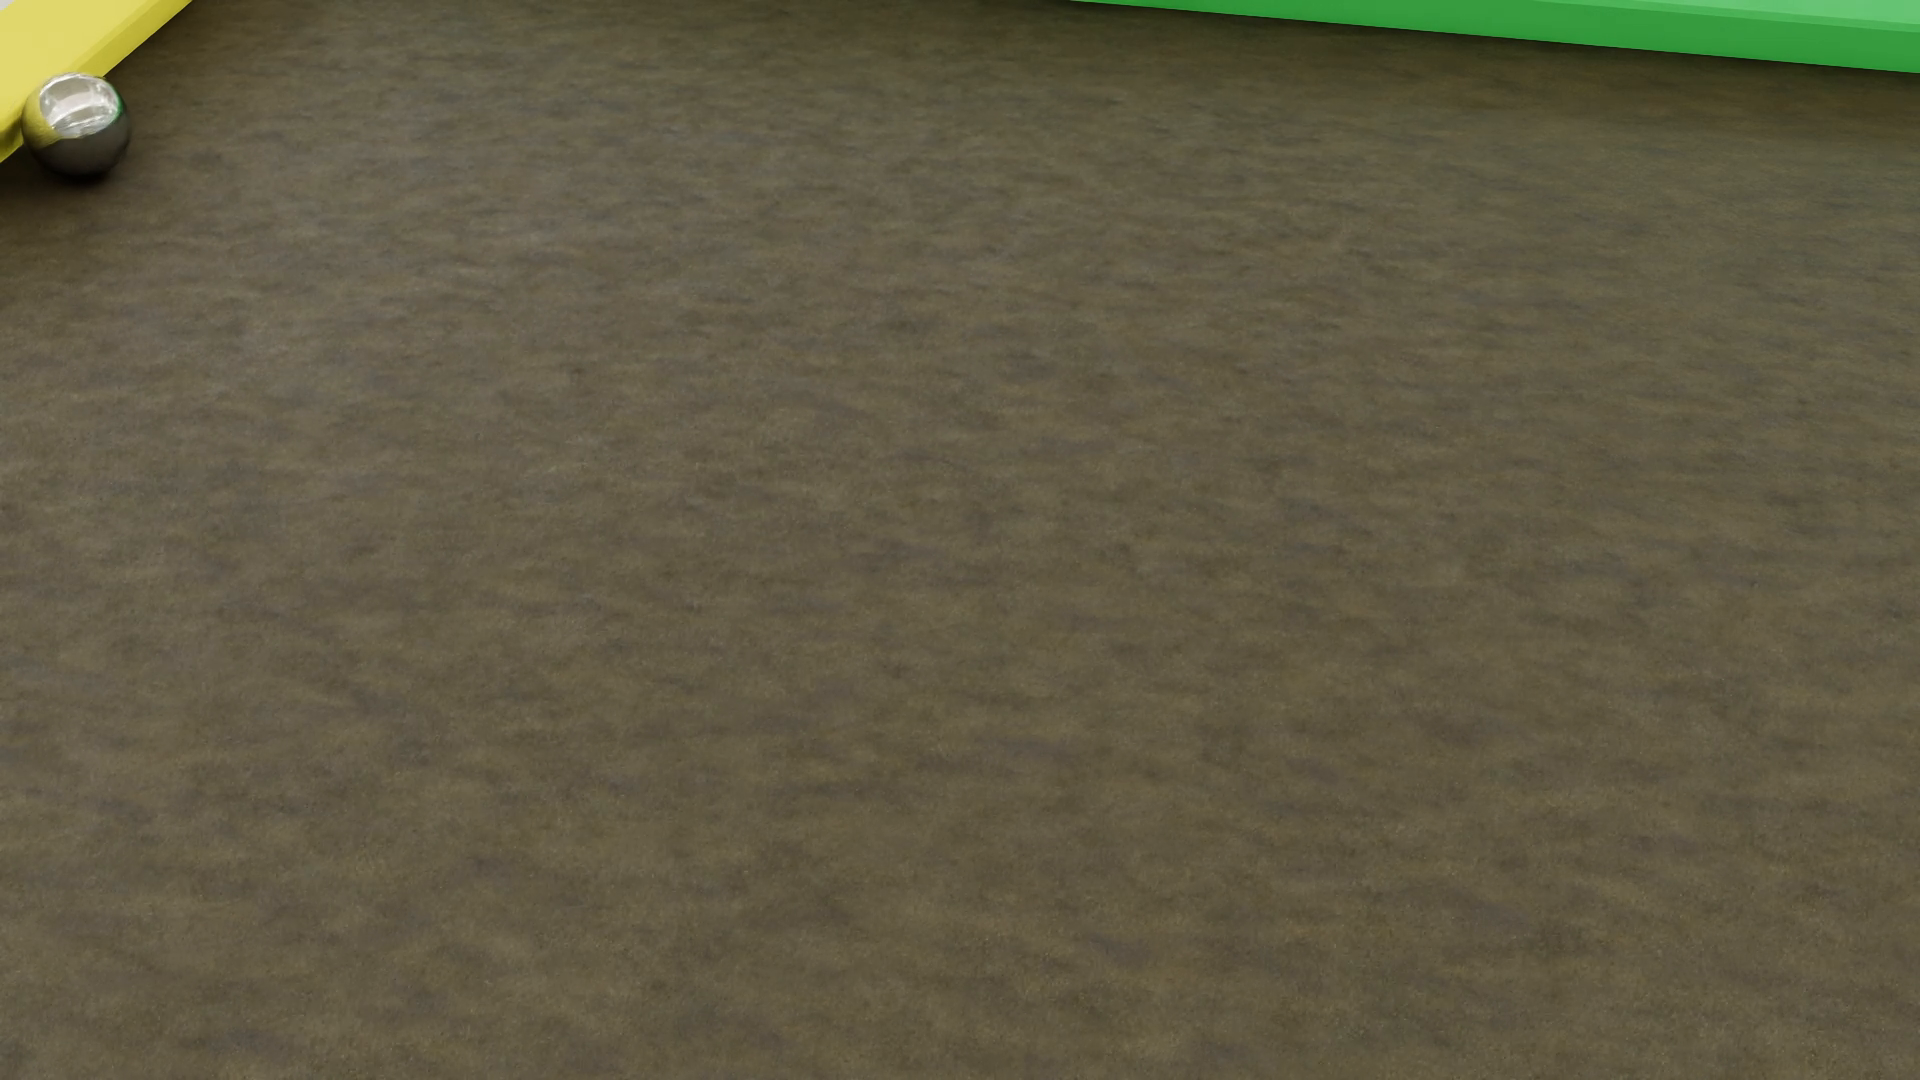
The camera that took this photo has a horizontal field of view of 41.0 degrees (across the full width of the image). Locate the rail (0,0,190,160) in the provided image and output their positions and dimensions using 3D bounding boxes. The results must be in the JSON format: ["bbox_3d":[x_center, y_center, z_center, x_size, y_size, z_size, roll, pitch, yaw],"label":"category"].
[{"bbox_3d":[-0.985,-0.144,1.997,0.045,0.128,2.148,7,35,10],"label":"rail"}]

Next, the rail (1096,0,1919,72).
[{"bbox_3d":[1.233,-0.478,2.481,4.128,0.128,0.045,7,35,10],"label":"rail"}]

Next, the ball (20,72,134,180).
[{"bbox_3d":[-0.816,-0.383,2.371,0.098,0.098,0.098,0,35,0],"label":"ball"}]
